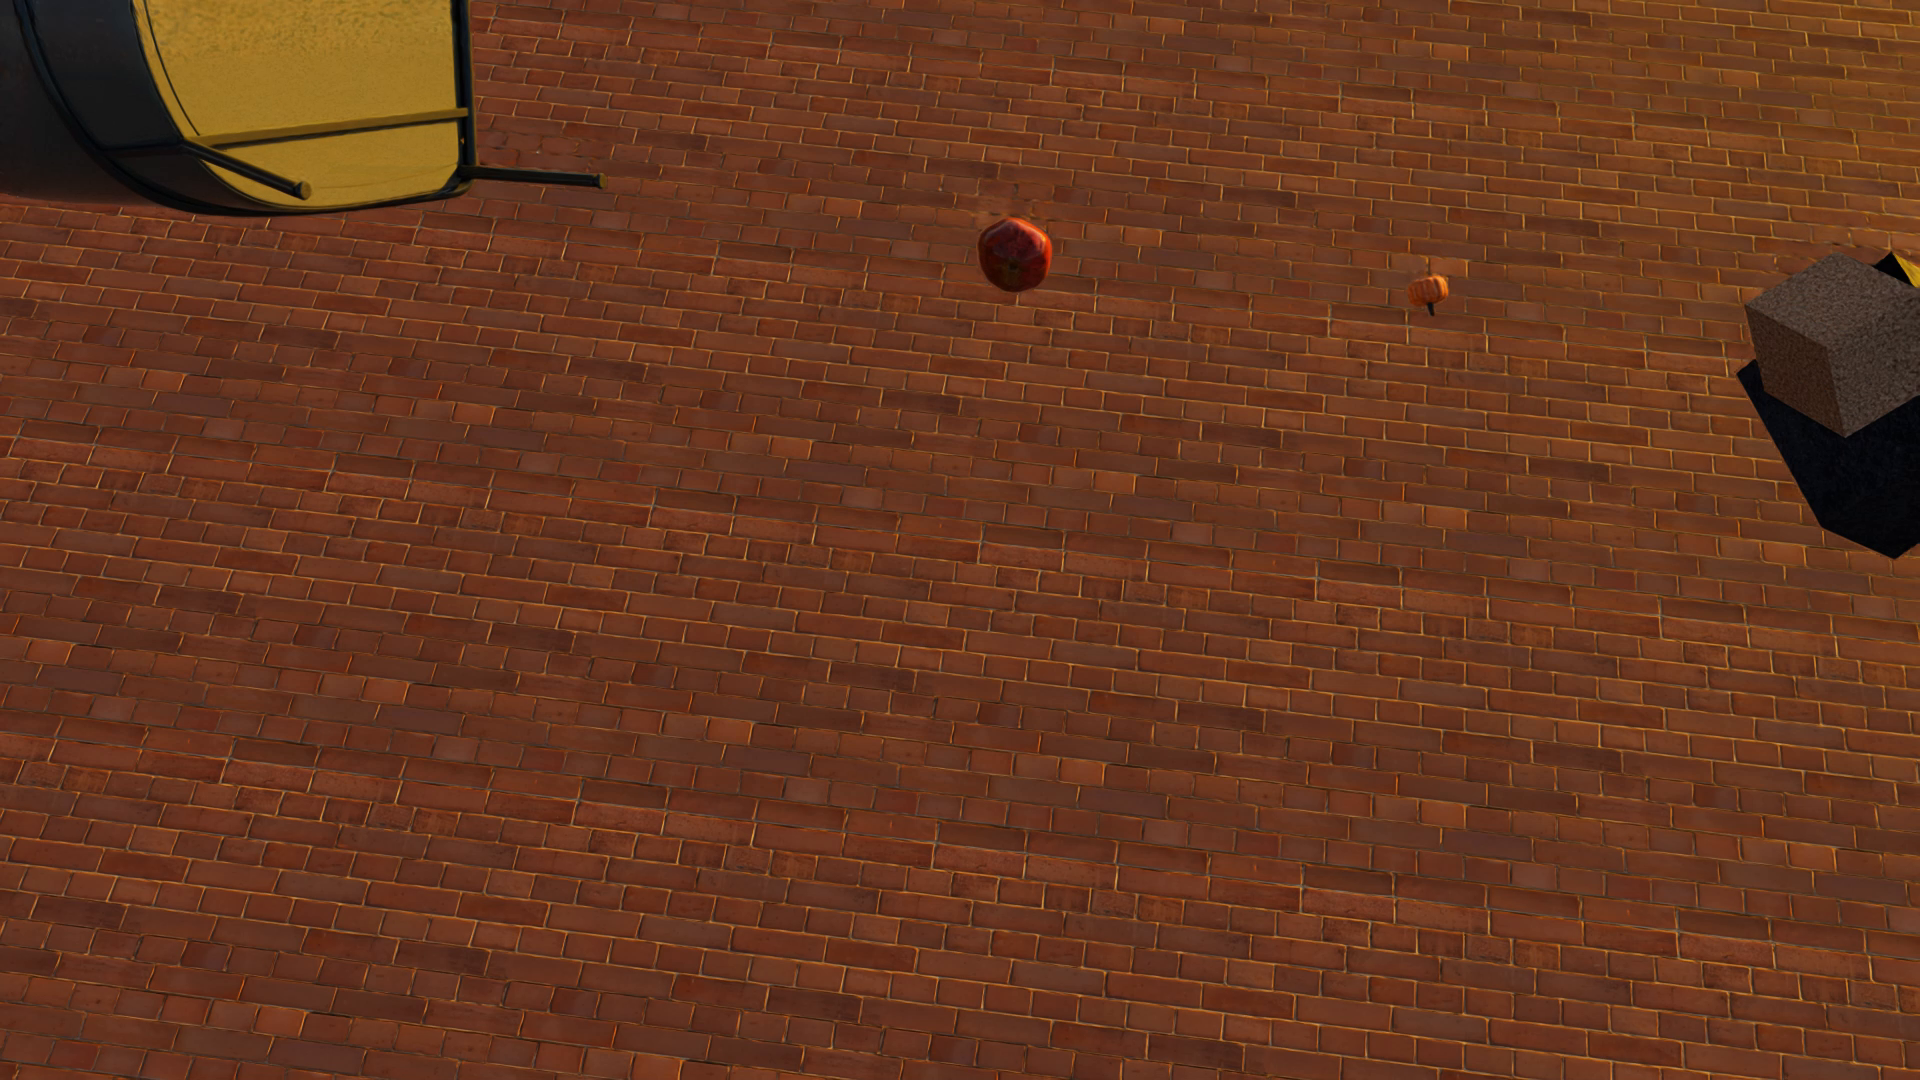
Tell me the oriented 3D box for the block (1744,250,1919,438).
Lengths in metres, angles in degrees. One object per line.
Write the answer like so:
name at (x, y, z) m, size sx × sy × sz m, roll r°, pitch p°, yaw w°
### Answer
block at (0.976, -0.218, 2.435) m, size 0.125 × 0.123 × 0.139 m, roll -29°, pitch 32°, yaw -5°

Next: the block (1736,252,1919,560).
block at (1.610, -0.228, 3.793) m, size 0.231 × 0.334 × 0.353 m, roll 17°, pitch 44°, yaw -35°
